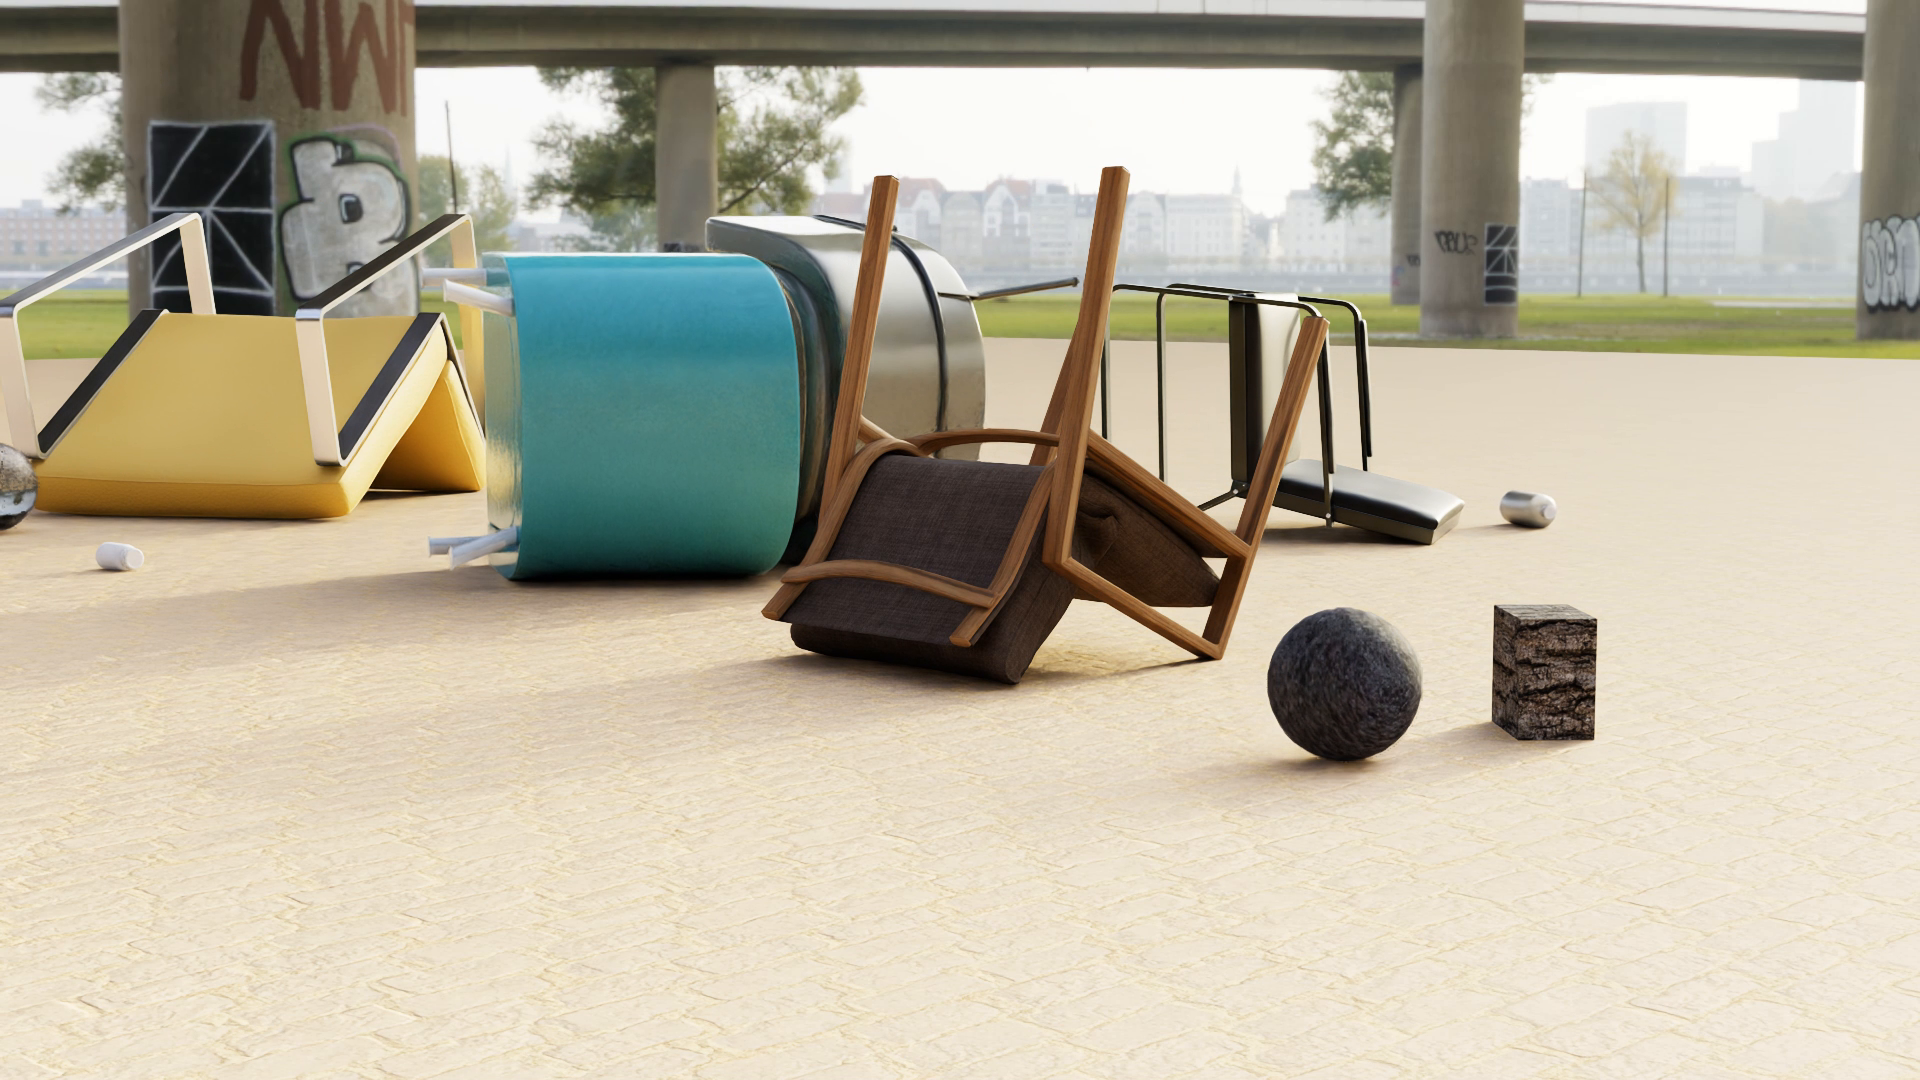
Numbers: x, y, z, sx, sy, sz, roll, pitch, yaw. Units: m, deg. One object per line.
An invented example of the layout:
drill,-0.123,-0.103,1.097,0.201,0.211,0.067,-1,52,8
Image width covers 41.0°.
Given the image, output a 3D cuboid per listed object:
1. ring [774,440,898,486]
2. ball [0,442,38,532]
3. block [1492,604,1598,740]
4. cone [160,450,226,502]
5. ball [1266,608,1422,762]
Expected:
ring,-0.395,-0.245,8.186,0.424,0.126,0.364,-7,8,-44
ball,-2.491,-0.136,6.581,0.236,0.236,0.236,0,6,0
block,0.846,0.190,3.720,0.110,0.174,0.163,0,6,-1
cone,-2.235,-0.156,7.570,0.205,0.150,0.177,20,16,-43
ball,0.522,0.196,3.490,0.209,0.209,0.209,0,6,0
